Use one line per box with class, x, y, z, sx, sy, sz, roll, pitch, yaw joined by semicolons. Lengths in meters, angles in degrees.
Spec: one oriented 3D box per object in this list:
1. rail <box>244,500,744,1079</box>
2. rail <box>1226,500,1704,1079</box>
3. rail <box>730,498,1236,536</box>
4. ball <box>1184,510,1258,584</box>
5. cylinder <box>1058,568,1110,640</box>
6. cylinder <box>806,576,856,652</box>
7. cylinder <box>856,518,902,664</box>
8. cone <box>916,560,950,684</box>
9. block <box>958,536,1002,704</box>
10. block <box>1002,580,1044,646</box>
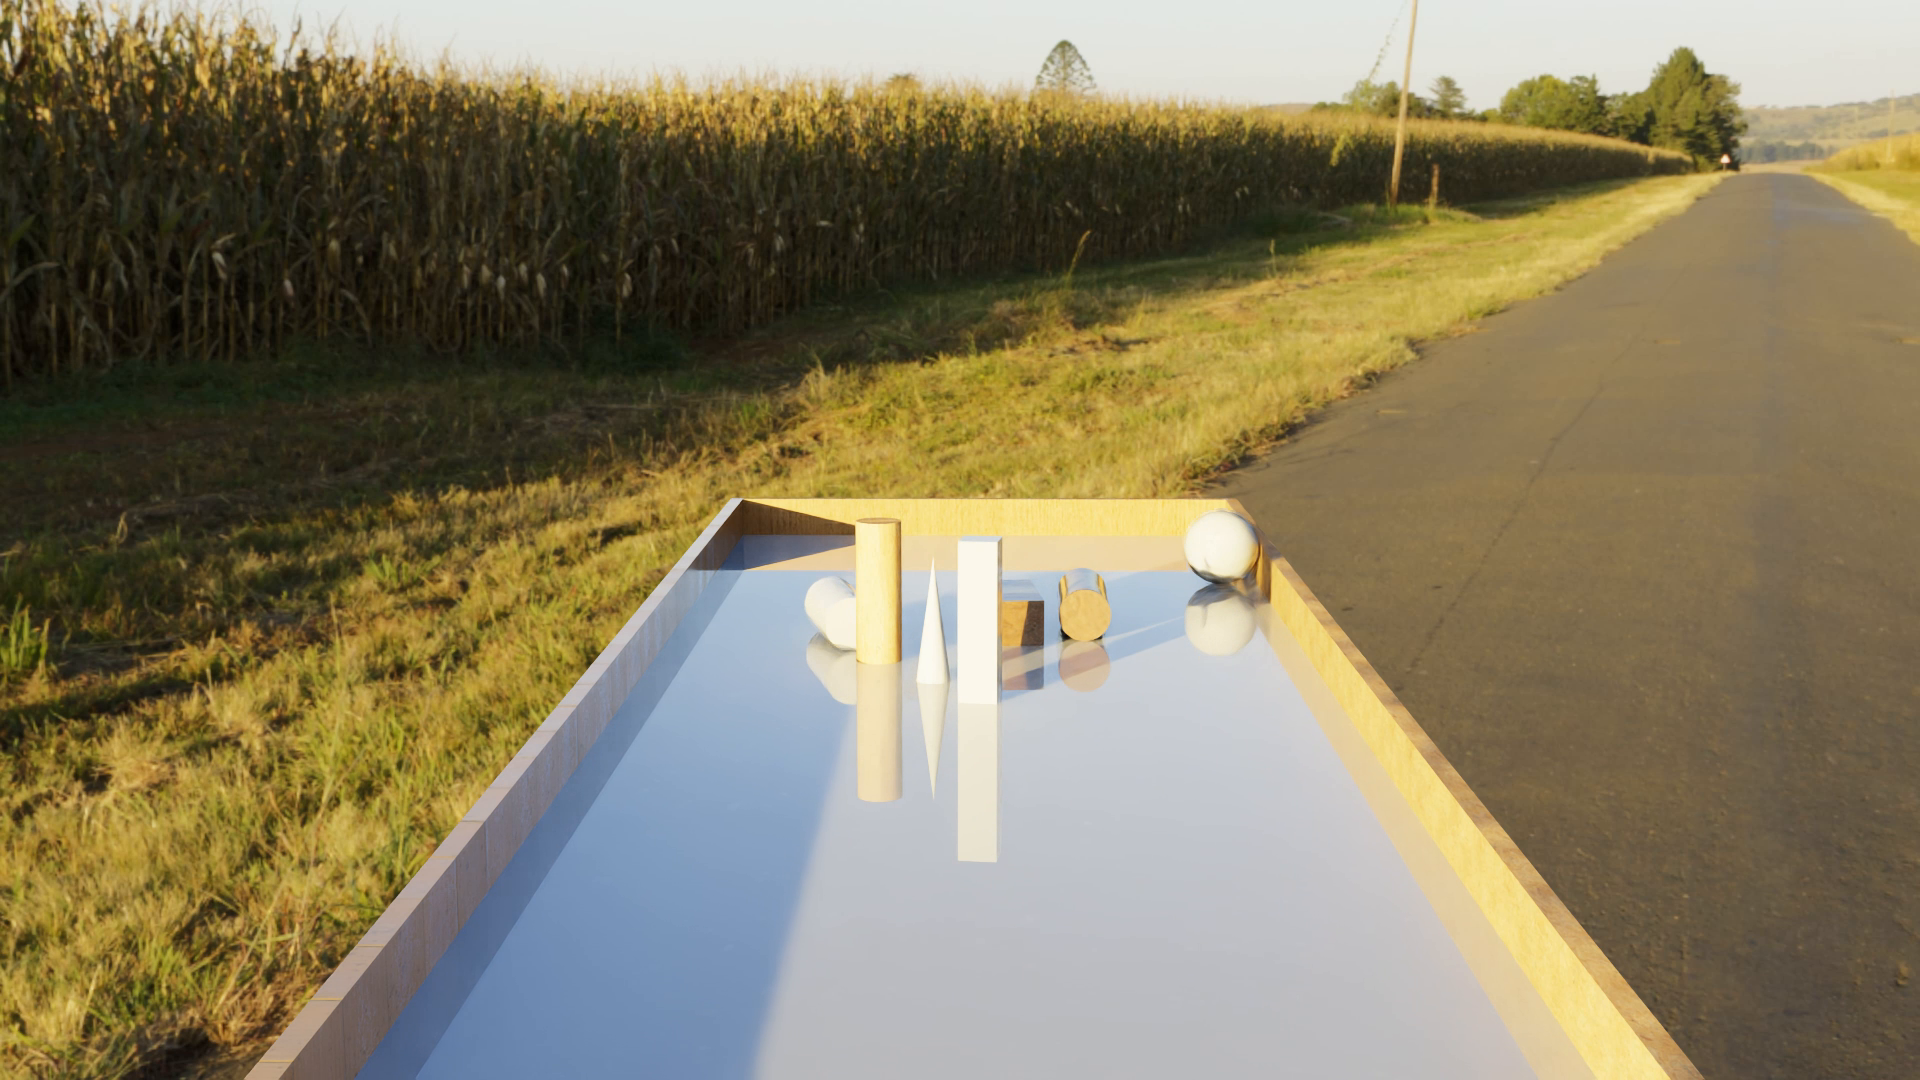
rail;-1.004;0.839;3.234;0.050;0.150;12.000;0;9;1
rail;1.046;0.843;3.208;0.050;0.150;12.000;0;9;1
rail;0.099;-0.098;9.147;2.100;0.150;0.050;0;9;1
ball;0.950;0.027;7.987;0.267;0.267;0.267;0;9;0
cylinder;0.402;0.207;7.173;0.166;0.166;0.409;0;9;2
cylinder;-0.377;0.233;6.998;0.171;0.171;0.379;-2;9;-13
cylinder;-0.246;0.153;6.674;0.139;0.428;0.139;0;9;0
cone;-0.077;0.230;6.398;0.101;0.364;0.101;0;9;0
block;0.057;0.222;6.149;0.109;0.456;0.109;1;9;9
block;0.177;0.232;7.088;0.143;0.143;0.379;-1;9;-5
